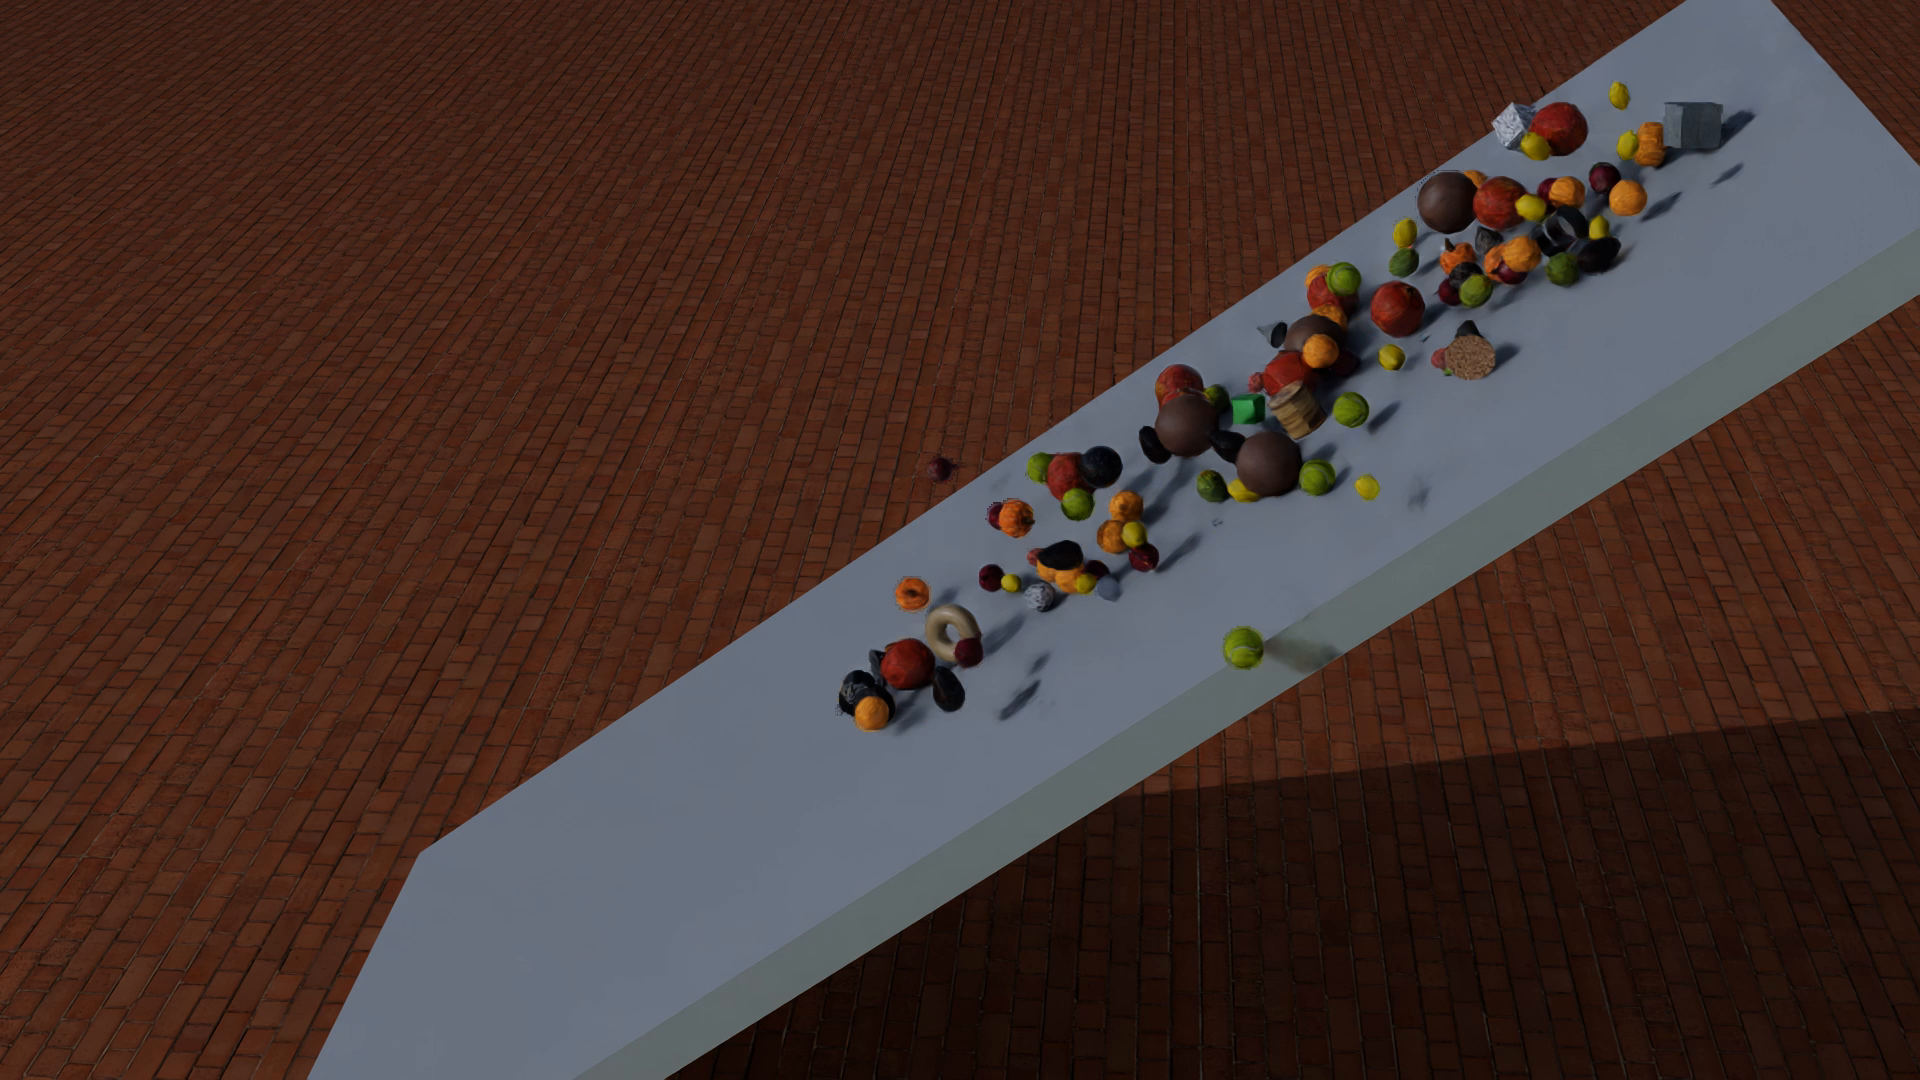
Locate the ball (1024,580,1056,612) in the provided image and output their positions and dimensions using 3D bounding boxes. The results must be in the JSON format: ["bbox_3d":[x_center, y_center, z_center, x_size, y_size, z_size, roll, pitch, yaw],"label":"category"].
[{"bbox_3d":[0.166,0.116,6.101,0.065,0.065,0.065,0,22,0],"label":"ball"}]

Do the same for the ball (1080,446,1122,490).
[{"bbox_3d":[0.295,-0.152,6.160,0.091,0.091,0.091,0,22,0],"label":"ball"}]

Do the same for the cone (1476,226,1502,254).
[{"bbox_3d":[1.054,-0.616,5.930,0.059,0.059,0.059,-25,41,23],"label":"cone"}]

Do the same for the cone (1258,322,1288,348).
[{"bbox_3d":[0.651,-0.442,6.225,0.059,0.059,0.059,23,31,36],"label":"cone"}]

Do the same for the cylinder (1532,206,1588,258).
[{"bbox_3d":[1.183,-0.608,5.798,0.077,0.077,0.077,-19,-16,-38],"label":"cylinder"}]

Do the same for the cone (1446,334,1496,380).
[{"bbox_3d":[0.975,-0.370,5.598,0.095,0.095,0.095,5,33,12],"label":"cone"}]

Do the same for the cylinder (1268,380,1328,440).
[{"bbox_3d":[0.686,-0.264,5.976,0.087,0.087,0.087,-35,15,11],"label":"cylinder"}]

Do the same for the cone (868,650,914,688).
[{"bbox_3d":[-0.139,0.270,6.397,0.090,0.090,0.090,-17,27,-17],"label":"cone"}]

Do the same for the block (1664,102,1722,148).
[{"bbox_3d":[1.442,-0.817,5.791,0.083,0.083,0.083,-4,13,-10],"label":"block"}]

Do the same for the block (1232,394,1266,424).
[{"bbox_3d":[0.603,-0.273,6.144,0.051,0.051,0.051,3,15,32],"label":"block"}]

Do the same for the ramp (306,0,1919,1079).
[{"bbox_3d":[0.131,0.177,6.317,4.000,0.100,2.000,-34,16,16],"label":"ramp"}]

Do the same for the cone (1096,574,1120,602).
[{"bbox_3d":[0.286,0.102,5.902,0.054,0.054,0.054,-11,-8,-24],"label":"cone"}]

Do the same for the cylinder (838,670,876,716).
[{"bbox_3d":[-0.219,0.327,6.280,0.072,0.072,0.072,2,25,6],"label":"cylinder"}]

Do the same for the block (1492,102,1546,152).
[{"bbox_3d":[1.212,-0.893,6.376,0.070,0.070,0.070,3,56,-36],"label":"block"}]

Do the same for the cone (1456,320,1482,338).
[{"bbox_3d":[1.007,-0.395,5.746,0.054,0.054,0.054,-15,30,-33],"label":"cone"}]

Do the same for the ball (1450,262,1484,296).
[{"bbox_3d":[1.025,-0.527,5.949,0.070,0.070,0.070,0,22,0],"label":"ball"}]

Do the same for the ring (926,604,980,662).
[{"bbox_3d":[-0.015,0.194,6.117,0.130,0.130,0.043,14,25,30],"label":"ring"}]

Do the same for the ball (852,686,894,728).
[{"bbox_3d":[-0.181,0.351,6.168,0.090,0.090,0.090,0,22,0],"label":"ball"}]
